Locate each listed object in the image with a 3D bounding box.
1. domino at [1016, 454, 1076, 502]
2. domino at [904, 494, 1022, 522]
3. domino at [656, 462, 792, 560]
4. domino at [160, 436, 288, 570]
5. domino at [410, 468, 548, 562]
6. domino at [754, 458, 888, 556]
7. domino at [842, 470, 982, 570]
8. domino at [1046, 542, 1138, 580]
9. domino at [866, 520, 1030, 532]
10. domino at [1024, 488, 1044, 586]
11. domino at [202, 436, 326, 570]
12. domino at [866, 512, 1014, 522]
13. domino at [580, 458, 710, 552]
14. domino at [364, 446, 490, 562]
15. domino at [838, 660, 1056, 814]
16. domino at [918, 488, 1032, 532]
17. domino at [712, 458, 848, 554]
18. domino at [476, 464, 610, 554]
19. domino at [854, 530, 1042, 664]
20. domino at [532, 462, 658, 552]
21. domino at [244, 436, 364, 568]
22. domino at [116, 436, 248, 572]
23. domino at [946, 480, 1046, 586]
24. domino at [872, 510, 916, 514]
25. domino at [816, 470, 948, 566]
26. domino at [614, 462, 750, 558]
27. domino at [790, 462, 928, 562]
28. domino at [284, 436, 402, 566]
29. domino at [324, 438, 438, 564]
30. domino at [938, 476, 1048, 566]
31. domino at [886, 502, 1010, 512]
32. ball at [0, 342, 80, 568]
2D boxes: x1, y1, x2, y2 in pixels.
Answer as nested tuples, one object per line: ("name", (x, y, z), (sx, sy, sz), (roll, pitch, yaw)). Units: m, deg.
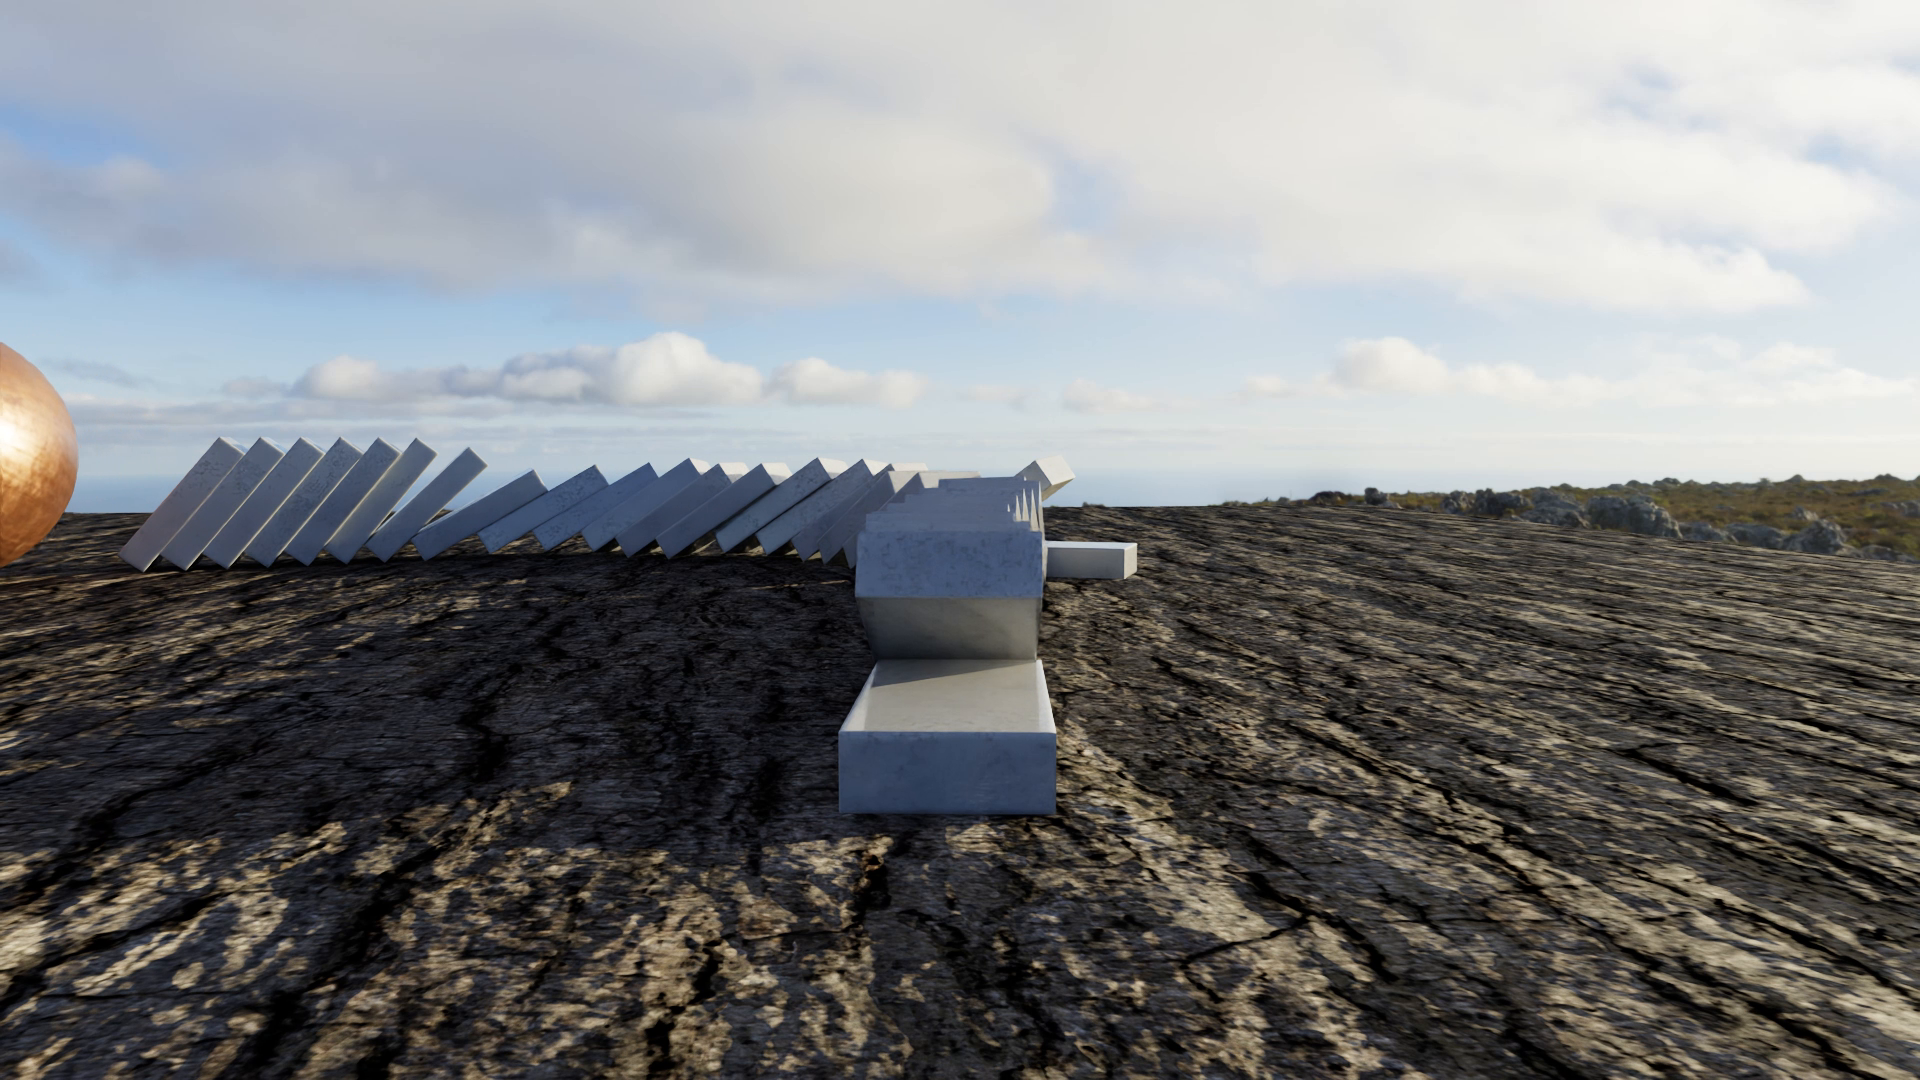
("domino", (0.013, -0.009, 0.424), (0.050, 0.010, 0.025), (-37, -7, 23))
("domino", (0.003, 0.004, 0.305), (0.025, 0.010, 0.050), (0, -23, 7))
("domino", (-0.087, -0.011, 0.478), (0.050, 0.010, 0.025), (-33, -3, 12))
("domino", (-0.253, -0.013, 0.444), (0.009, 0.050, 0.025), (40, -11, -20))
("domino", (-0.181, -0.010, 0.482), (0.050, 0.009, 0.025), (-33, 16, -17))
("domino", (-0.049, -0.012, 0.473), (0.050, 0.009, 0.025), (-34, -9, 14))
("domino", (-0.015, -0.006, 0.425), (0.025, 0.009, 0.050), (-4, -25, -39))
("domino", (0.031, 0.006, 0.423), (0.050, 0.010, 0.025), (1, 4, 17))
("domino", (-0.001, 0.011, 0.216), (0.025, 0.009, 0.050), (0, -22, 2))
("domino", (0.009, 0.001, 0.346), (0.025, 0.009, 0.050), (1, -23, 8))
("domino", (-0.242, -0.014, 0.448), (0.009, 0.050, 0.025), (40, -11, -20))
("domino", (-0.002, 0.009, 0.237), (0.025, 0.009, 0.050), (-1, -22, 4))
("domino", (-0.118, -0.013, 0.491), (0.050, 0.010, 0.025), (-34, -2, 3))
("domino", (-0.197, -0.014, 0.474), (0.050, 0.009, 0.025), (-47, 19, -13))
("domino", (-0.001, 0.025, 0.172), (0.025, 0.009, 0.050), (0, 4, 2))
("domino", (0.005, 0.002, 0.324), (0.025, 0.009, 0.050), (0, -23, 7))
("domino", (-0.065, -0.012, 0.476), (0.050, 0.010, 0.025), (-34, -9, 15))
("domino", (-0.160, -0.012, 0.490), (0.050, 0.010, 0.025), (-33, 11, -17))
("domino", (-0.001, 0.013, 0.195), (0.025, 0.009, 0.050), (0, -22, 2))
("domino", (-0.140, -0.012, 0.496), (0.050, 0.009, 0.025), (-33, 8, -14))
("domino", (-0.231, -0.014, 0.454), (0.009, 0.050, 0.025), (40, -11, -20))
("domino", (-0.264, -0.013, 0.439), (0.009, 0.050, 0.025), (40, -11, -20))
("domino", (0.011, -0.001, 0.366), (0.025, 0.010, 0.050), (1, -25, 7))
("domino", (-0.002, 0.008, 0.263), (0.025, 0.009, 0.050), (1, -21, 7))
("domino", (-0.026, -0.007, 0.441), (0.025, 0.009, 0.050), (-3, -25, -38))
("domino", (-0.103, -0.012, 0.484), (0.050, 0.010, 0.025), (-33, -3, 12))
("domino", (-0.035, -0.010, 0.464), (0.050, 0.009, 0.025), (-35, -11, 24))
("domino", (-0.220, -0.015, 0.459), (0.009, 0.050, 0.025), (40, -10, -20))
("domino", (-0.210, -0.015, 0.466), (0.009, 0.050, 0.025), (40, -11, -20))
("domino", (0.011, -0.003, 0.385), (0.025, 0.010, 0.050), (-1, -25, 11))
("domino", (0.000, 0.006, 0.284), (0.025, 0.009, 0.050), (1, -22, 7))
("ball", (-0.308, -0.026, 0.378), (0.080, 0.080, 0.080), (0, 4, 0))
